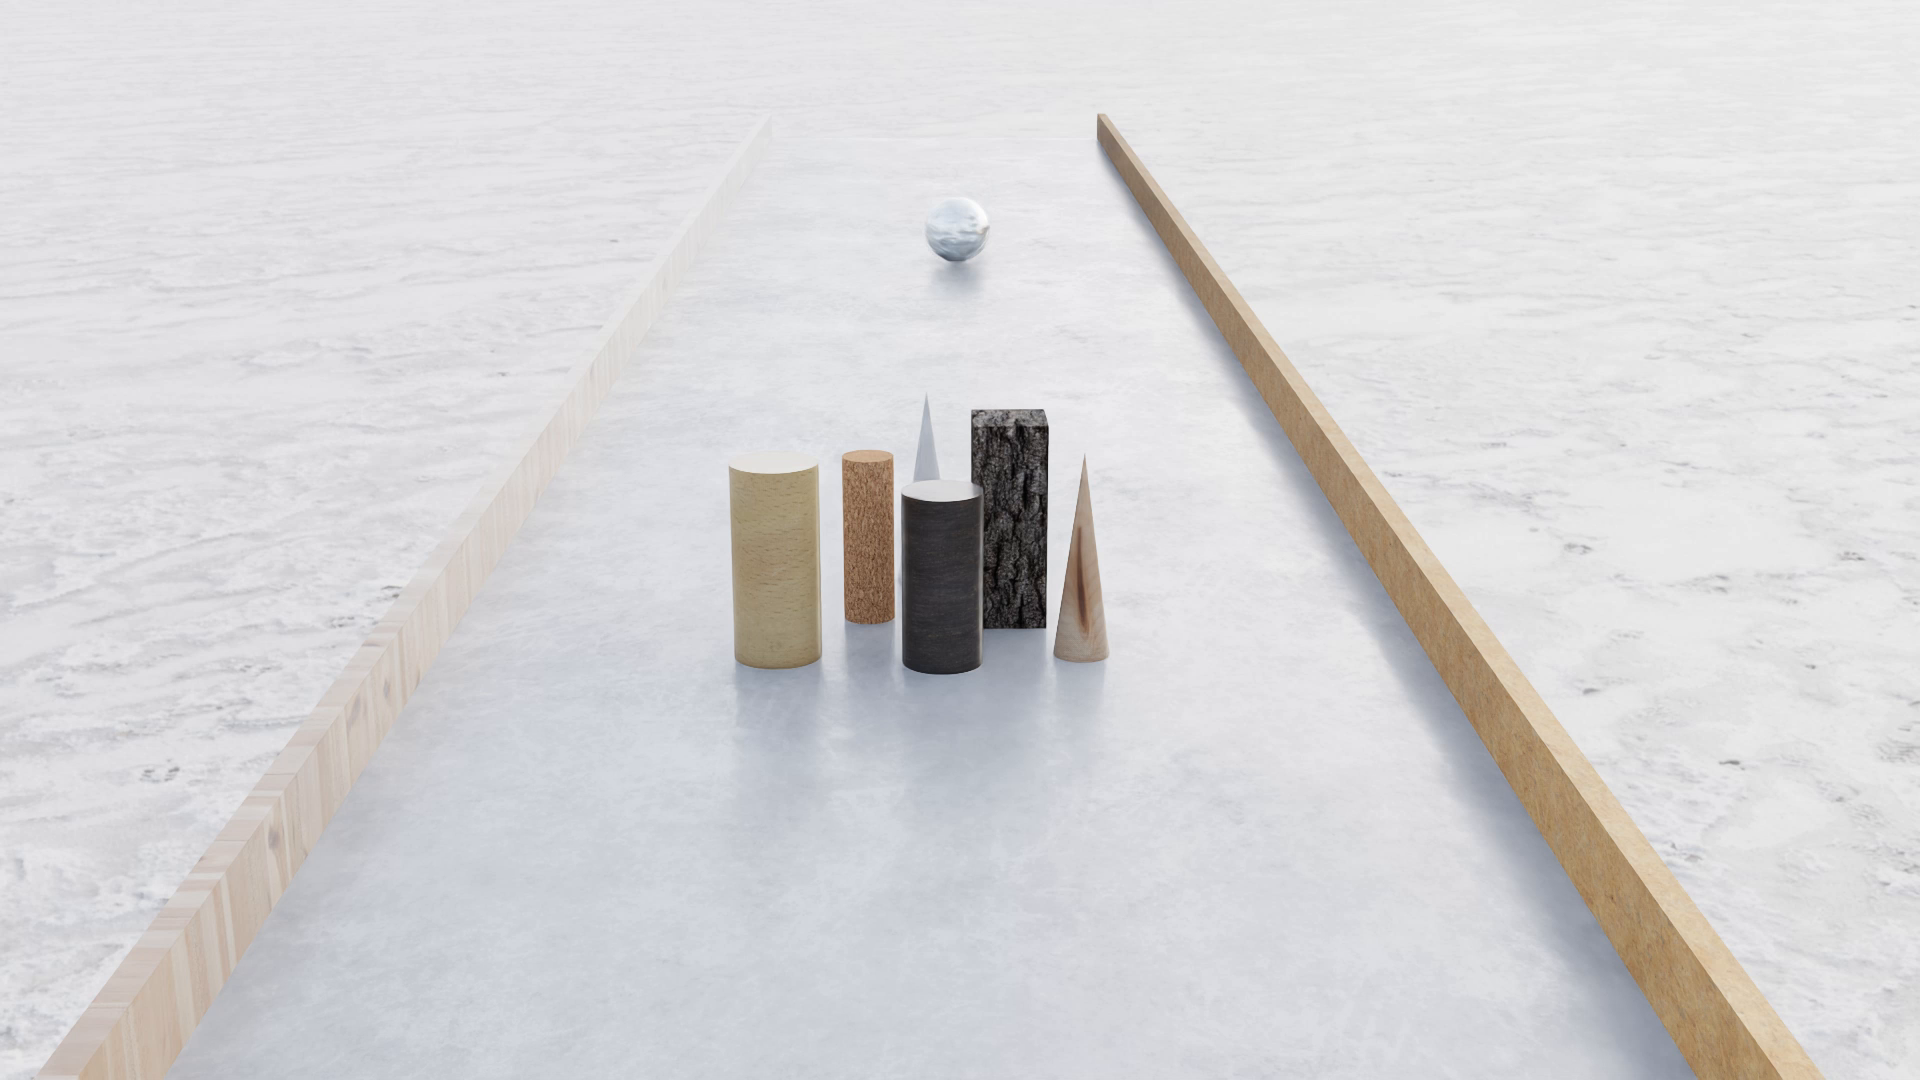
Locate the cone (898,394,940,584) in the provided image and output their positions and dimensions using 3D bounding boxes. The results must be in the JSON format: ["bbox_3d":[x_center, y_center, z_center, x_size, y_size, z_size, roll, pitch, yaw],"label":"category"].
[{"bbox_3d":[-0.073,-0.119,4.864,0.134,0.435,0.134,0,17,0],"label":"cone"}]

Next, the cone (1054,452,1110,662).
[{"bbox_3d":[0.246,0.027,4.395,0.115,0.422,0.115,0,17,0],"label":"cone"}]

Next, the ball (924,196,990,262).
[{"bbox_3d":[-0.012,-1.281,9.061,0.270,0.270,0.270,0,17,0],"label":"ball"}]

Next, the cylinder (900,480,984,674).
[{"bbox_3d":[-0.035,0.073,4.361,0.163,0.354,0.163,0,17,0],"label":"cylinder"}]

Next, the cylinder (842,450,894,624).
[{"bbox_3d":[-0.192,-0.007,4.632,0.108,0.352,0.108,0,17,0],"label":"cylinder"}]

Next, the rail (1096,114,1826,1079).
[{"bbox_3d":[0.932,-0.844,7.801,0.050,0.150,12.000,0,17,-1],"label":"rail"}]

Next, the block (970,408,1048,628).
[{"bbox_3d":[0.102,-0.045,4.614,0.154,0.435,0.154,0,17,-2],"label":"block"}]

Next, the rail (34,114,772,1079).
[{"bbox_3d":[-1.118,-0.838,7.780,0.050,0.150,12.000,0,17,-1],"label":"rail"}]

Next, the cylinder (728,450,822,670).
[{"bbox_3d":[-0.367,0.039,4.390,0.178,0.402,0.178,0,17,0],"label":"cylinder"}]
